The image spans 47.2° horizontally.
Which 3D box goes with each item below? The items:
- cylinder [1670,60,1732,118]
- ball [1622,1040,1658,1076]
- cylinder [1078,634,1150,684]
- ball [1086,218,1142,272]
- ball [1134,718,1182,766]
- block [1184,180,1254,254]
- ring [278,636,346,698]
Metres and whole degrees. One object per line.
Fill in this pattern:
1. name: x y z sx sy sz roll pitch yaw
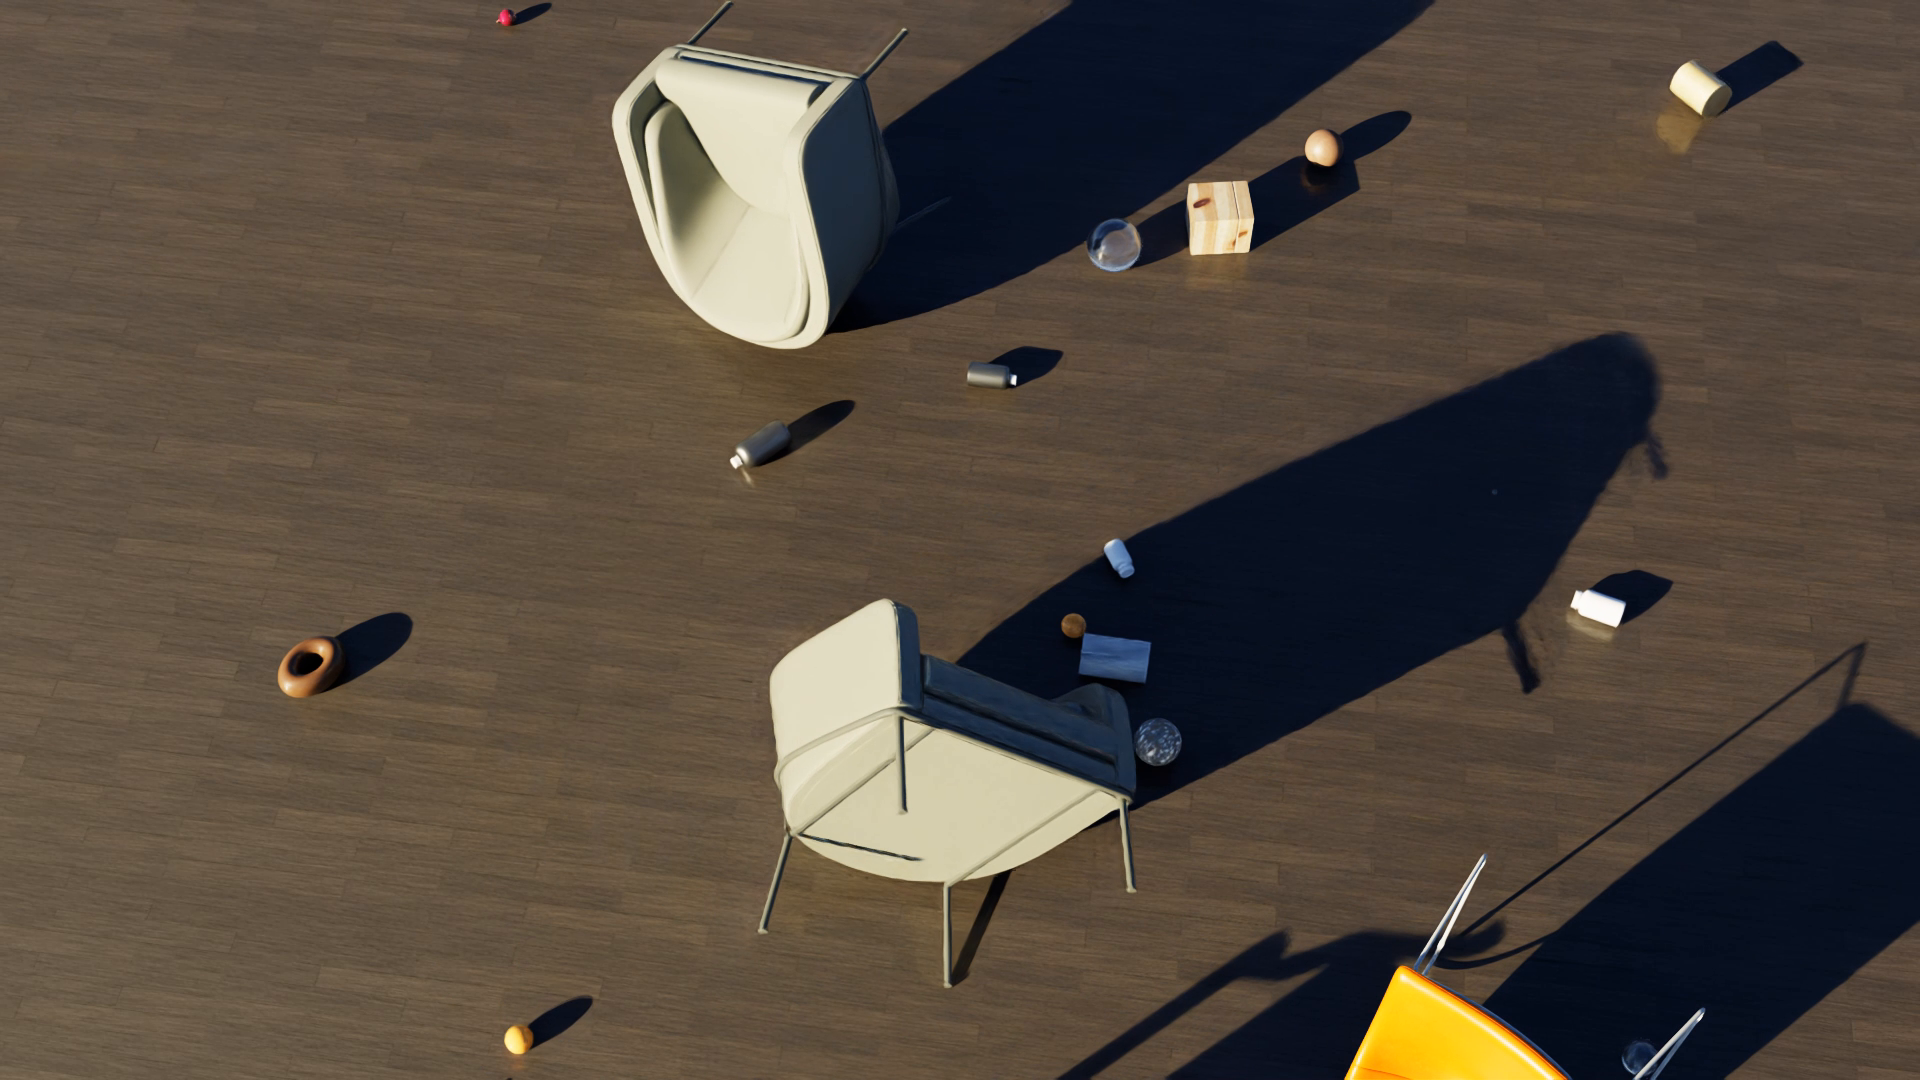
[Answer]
1. cylinder: 2.530 -1.537 7.508 0.128 0.180 0.148 -49 62 15
2. ball: 1.741 1.326 5.629 0.092 0.092 0.092 0 56 0
3. cylinder: 0.442 0.338 6.279 0.192 0.123 0.091 8 18 5
4. ball: 0.498 -0.953 7.107 0.177 0.177 0.177 0 56 0
5. ball: 0.550 0.562 6.116 0.134 0.134 0.134 0 56 0
6. block: 0.846 -1.052 7.182 0.190 0.161 0.165 -3 56 -2
7. ring: -1.851 0.361 6.283 0.157 0.082 0.213 35 62 20
